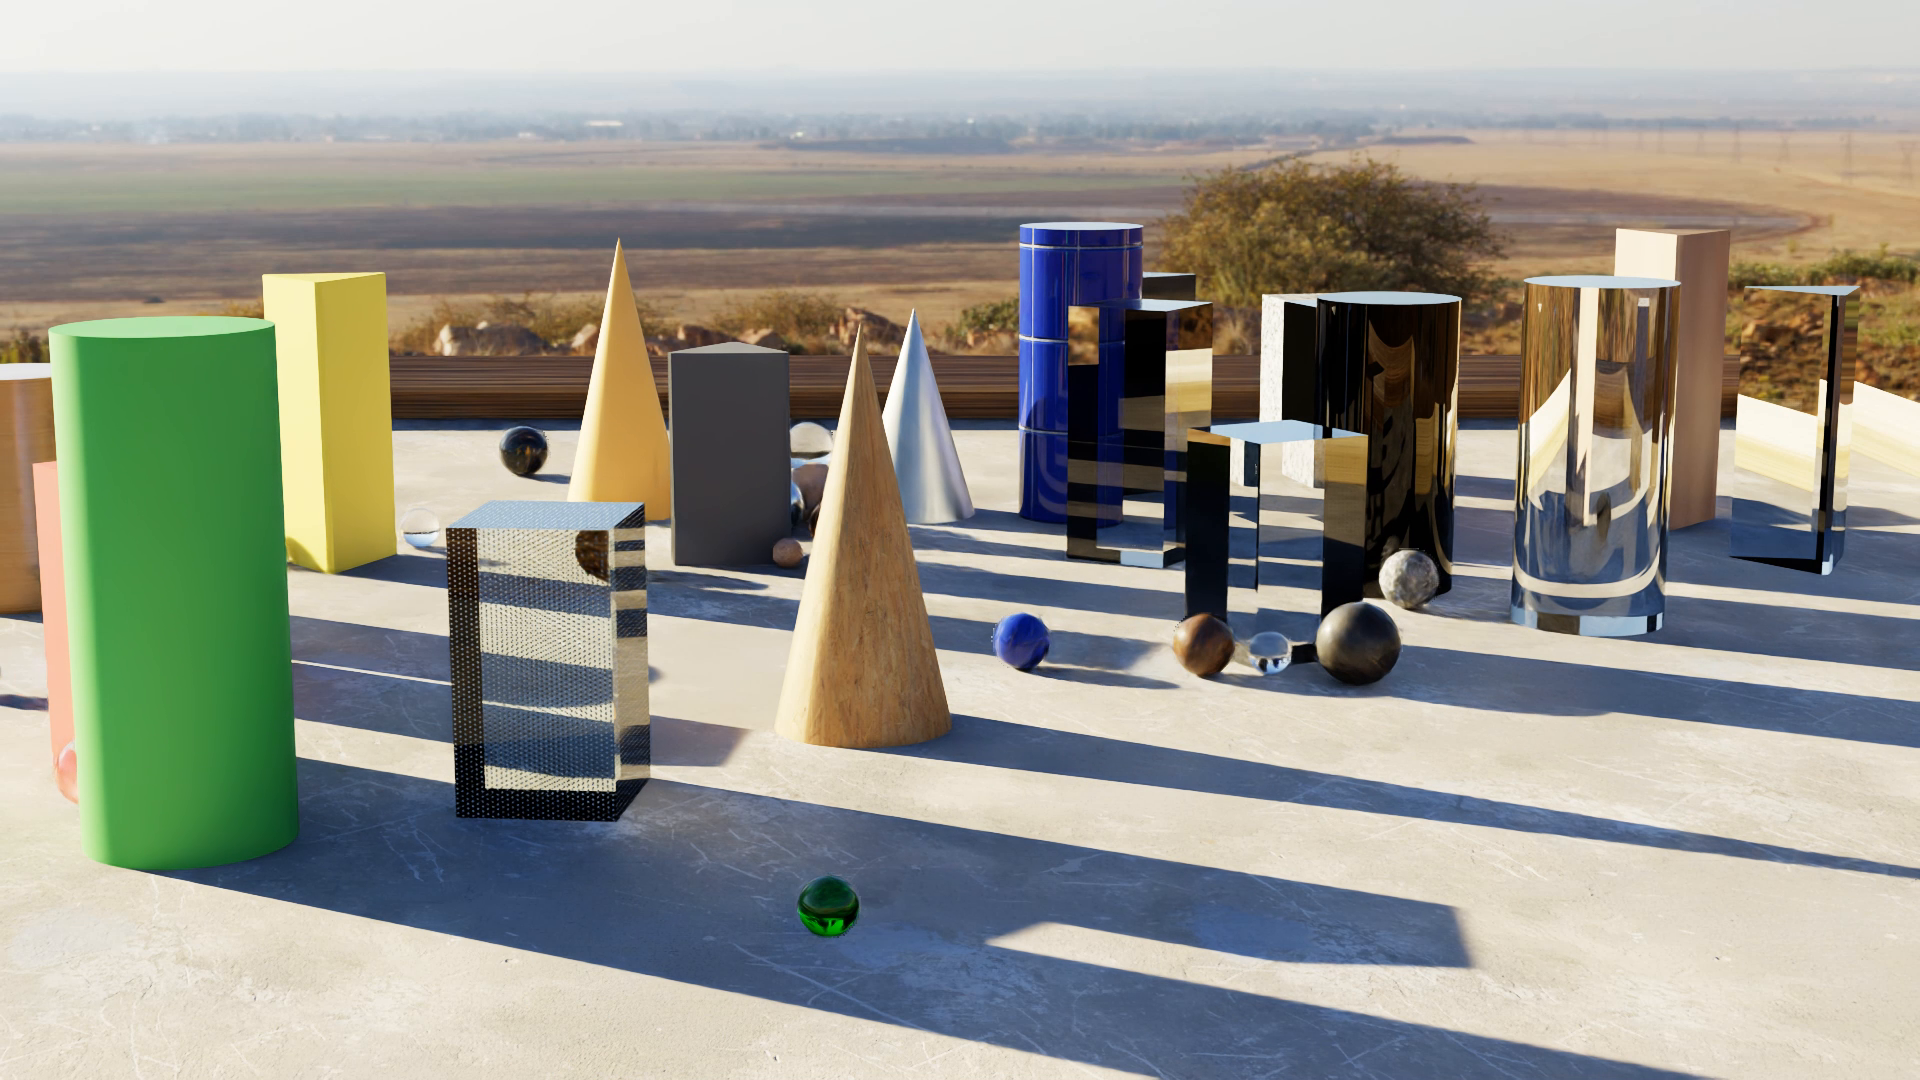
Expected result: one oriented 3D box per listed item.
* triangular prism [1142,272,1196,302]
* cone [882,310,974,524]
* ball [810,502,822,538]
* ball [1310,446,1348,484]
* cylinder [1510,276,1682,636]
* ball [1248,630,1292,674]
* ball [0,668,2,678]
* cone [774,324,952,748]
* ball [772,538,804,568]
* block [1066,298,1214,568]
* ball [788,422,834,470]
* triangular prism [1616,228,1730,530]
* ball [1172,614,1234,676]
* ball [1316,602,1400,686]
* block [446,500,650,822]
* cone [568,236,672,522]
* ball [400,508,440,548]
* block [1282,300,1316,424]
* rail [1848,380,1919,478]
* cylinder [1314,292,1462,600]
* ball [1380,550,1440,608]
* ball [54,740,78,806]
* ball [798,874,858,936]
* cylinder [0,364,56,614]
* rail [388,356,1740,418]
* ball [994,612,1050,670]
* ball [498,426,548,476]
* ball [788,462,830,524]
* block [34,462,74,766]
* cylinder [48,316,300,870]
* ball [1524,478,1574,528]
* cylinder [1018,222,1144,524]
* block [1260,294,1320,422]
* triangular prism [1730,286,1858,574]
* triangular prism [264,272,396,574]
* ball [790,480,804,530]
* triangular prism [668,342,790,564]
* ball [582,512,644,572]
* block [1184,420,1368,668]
[{"bbox_3d":[0.297,-0.283,4.505,0.173,0.370,0.150,-7,12,-32],"label":"triangular prism"},{"bbox_3d":[-0.075,-0.211,4.200,0.200,0.340,0.200,0,10,0],"label":"cone"},{"bbox_3d":[-0.185,-0.023,3.835,0.081,0.081,0.081,0,10,0],"label":"ball"},{"bbox_3d":[0.649,-0.132,4.520,0.068,0.068,0.068,0,10,0],"label":"ball"},{"bbox_3d":[0.834,-0.115,3.375,0.200,0.450,0.200,0,10,0],"label":"cylinder"},{"bbox_3d":[0.375,0.136,3.106,0.054,0.054,0.054,0,10,0],"label":"ball"},{"bbox_3d":[-1.150,0.156,3.003,0.053,0.053,0.053,0,10,0],"label":"ball"},{"bbox_3d":[-0.108,-0.016,2.830,0.200,0.453,0.200,0,10,0],"label":"cone"},{"bbox_3d":[-0.253,0.019,3.766,0.045,0.045,0.045,0,10,0],"label":"ball"},{"bbox_3d":[0.269,-0.164,3.839,0.160,0.378,0.160,6,12,30],"label":"block"},{"bbox_3d":[-0.274,-0.164,4.620,0.095,0.095,0.095,0,10,0],"label":"ball"},{"bbox_3d":[1.118,-0.264,4.134,0.150,0.467,0.173,9,14,41],"label":"triangular prism"},{"bbox_3d":[0.295,0.127,3.099,0.075,0.075,0.075,0,10,0],"label":"ball"},{"bbox_3d":[0.474,0.123,3.051,0.100,0.100,0.100,0,10,0],"label":"ball"},{"bbox_3d":[-0.407,0.117,2.563,0.160,0.289,0.160,1,11,5],"label":"block"},{"bbox_3d":[-0.553,-0.269,4.201,0.200,0.454,0.200,0,10,0],"label":"cone"},{"bbox_3d":[-0.826,-0.018,3.921,0.062,0.062,0.062,0,10,0],"label":"ball"},{"bbox_3d":[0.632,-0.212,4.186,0.160,0.347,0.160,-4,11,-19],"label":"block"},{"bbox_3d":[1.701,0.032,3.458,0.045,0.130,3.903,0,10,0],"label":"rail"},{"bbox_3d":[0.597,-0.137,3.609,0.200,0.408,0.200,0,10,0],"label":"cylinder"},{"bbox_3d":[0.610,0.053,3.484,0.080,0.080,0.080,0,10,0],"label":"ball"},{"bbox_3d":[-0.864,0.230,2.551,0.071,0.071,0.071,0,10,0],"label":"ball"},{"bbox_3d":[-0.112,0.310,2.173,0.052,0.052,0.052,0,10,0],"label":"ball"},{"bbox_3d":[-1.291,-0.073,3.518,0.200,0.317,0.200,0,10,0],"label":"cylinder"},{"bbox_3d":[-0.011,-0.317,5.344,3.449,0.130,0.045,0,10,0],"label":"rail"},{"bbox_3d":[0.076,0.123,3.136,0.069,0.069,0.069,0,10,0],"label":"ball"},{"bbox_3d":[-0.784,-0.160,4.610,0.089,0.089,0.089,0,10,0],"label":"ball"},{"bbox_3d":[-0.234,-0.076,4.130,0.099,0.099,0.099,0,10,0],"label":"ball"},{"bbox_3d":[-0.843,0.080,2.671,0.160,0.322,0.160,-10,14,-43],"label":"block"},{"bbox_3d":[-0.734,0.044,2.407,0.200,0.490,0.200,0,10,0],"label":"cylinder"},{"bbox_3d":[0.938,-0.058,4.091,0.079,0.079,0.079,0,10,0],"label":"ball"},{"bbox_3d":[0.196,-0.274,4.174,0.200,0.472,0.200,0,10,0],"label":"cylinder"},{"bbox_3d":[0.642,-0.276,4.610,0.160,0.318,0.160,-2,11,-12],"label":"block"},{"bbox_3d":[1.267,-0.169,3.794,0.150,0.405,0.173,-7,13,-34],"label":"triangular prism"},{"bbox_3d":[-0.911,-0.179,3.797,0.150,0.423,0.173,-9,14,-39],"label":"triangular prism"},{"bbox_3d":[-0.290,-0.056,4.041,0.092,0.092,0.092,0,10,0],"label":"ball"},{"bbox_3d":[-0.340,-0.132,3.840,0.173,0.314,0.150,0,10,-2],"label":"triangular prism"},{"bbox_3d":[-0.506,0.002,3.739,0.088,0.088,0.088,0,10,0],"label":"ball"},{"bbox_3d":[0.394,0.002,3.215,0.160,0.278,0.160,-6,12,-28],"label":"block"}]
